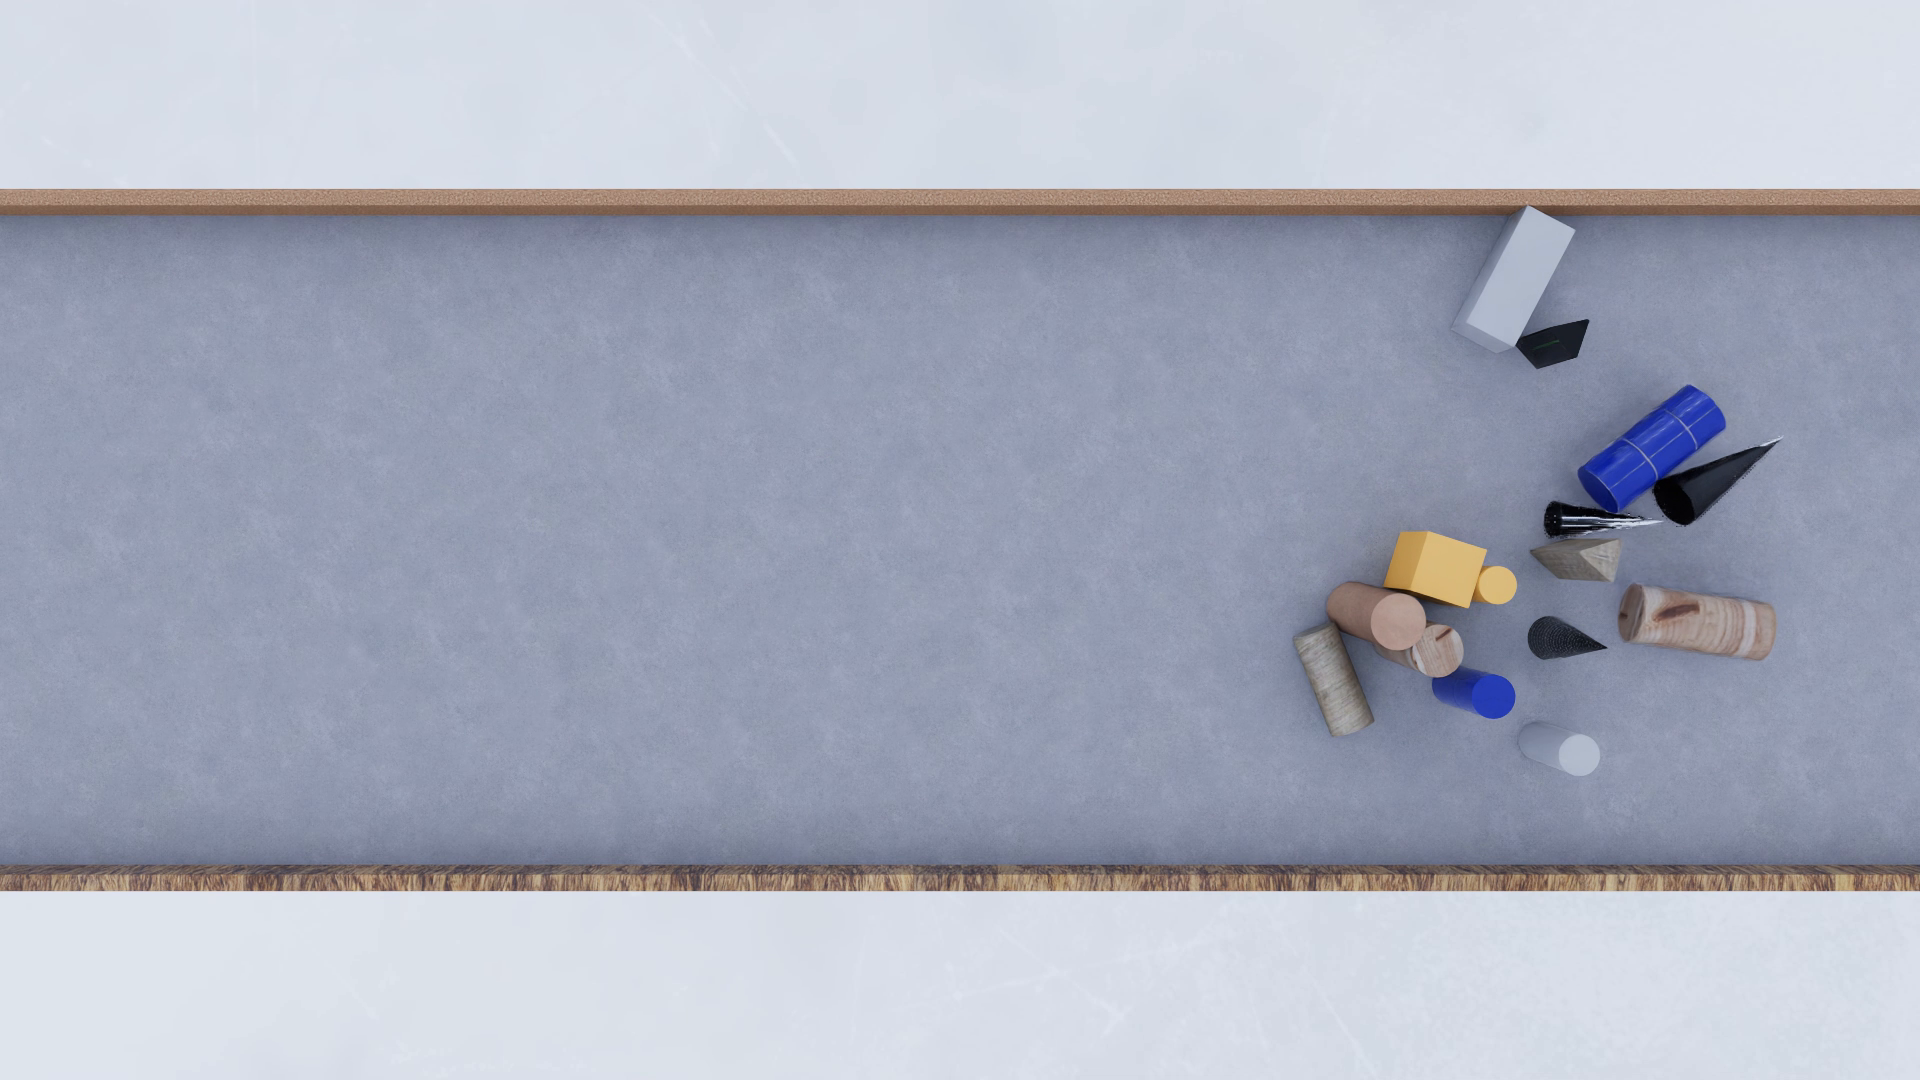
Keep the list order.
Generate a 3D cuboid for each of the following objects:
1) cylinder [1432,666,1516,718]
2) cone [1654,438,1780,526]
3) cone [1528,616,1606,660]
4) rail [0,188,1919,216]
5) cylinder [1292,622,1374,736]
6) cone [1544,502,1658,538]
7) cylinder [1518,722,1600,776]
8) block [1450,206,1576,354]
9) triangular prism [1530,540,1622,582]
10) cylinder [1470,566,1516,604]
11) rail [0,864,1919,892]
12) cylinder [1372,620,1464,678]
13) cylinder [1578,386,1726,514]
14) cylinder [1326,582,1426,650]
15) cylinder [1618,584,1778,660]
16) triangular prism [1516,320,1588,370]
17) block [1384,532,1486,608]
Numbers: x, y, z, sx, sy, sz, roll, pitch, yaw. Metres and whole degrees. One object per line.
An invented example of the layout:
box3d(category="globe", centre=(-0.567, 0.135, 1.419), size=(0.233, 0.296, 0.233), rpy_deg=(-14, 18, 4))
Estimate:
box3d(category="cylinder", centre=(1.515, 0.446, 4.881), size=(0.126, 0.392, 0.126), rpy_deg=(0, 90, 0))
box3d(category="cone", centre=(2.349, -0.216, 5.037), size=(0.431, 0.161, 0.161), rpy_deg=(-29, 90, -11))
box3d(category="cone", centre=(1.816, 0.303, 4.848), size=(0.138, 0.456, 0.138), rpy_deg=(0, 90, 0))
box3d(category="rail", centre=(-2.247, -1.025, 5.002), size=(12.000, 0.150, 0.050), rpy_deg=(0, 90, 0))
box3d(category="cylinder", centre=(1.133, 0.422, 5.007), size=(0.139, 0.139, 0.320), rpy_deg=(-22, 90, 0))
box3d(category="cone", centre=(1.987, -0.059, 5.049), size=(0.363, 0.111, 0.111), rpy_deg=(1, 90, -9))
box3d(category="cylinder", centre=(1.780, 0.618, 4.908), size=(0.119, 0.337, 0.119), rpy_deg=(0, 90, 0))
box3d(category="block", centre=(1.672, -0.786, 4.996), size=(0.161, 0.161, 0.395), rpy_deg=(28, 90, 0))
box3d(category="triangular prism", centre=(1.836, 0.037, 4.871), size=(0.125, 0.411, 0.108), rpy_deg=(42, 90, 0))
box3d(category="cylinder", centre=(1.550, 0.130, 4.915), size=(0.109, 0.322, 0.109), rpy_deg=(0, 90, 0))
box3d(category="rail", centre=(-2.247, 1.025, 5.001), size=(12.000, 0.150, 0.050), rpy_deg=(0, 90, 0))
box3d(category="cylinder", centre=(1.355, 0.307, 4.898), size=(0.153, 0.340, 0.153), rpy_deg=(0, 94, -5))
box3d(category="cylinder", centre=(2.090, -0.275, 4.990), size=(0.409, 0.172, 0.172), rpy_deg=(-38, 90, 0))
box3d(category="cylinder", centre=(1.225, 0.220, 4.874), size=(0.163, 0.388, 0.163), rpy_deg=(0, 94, -6))
box3d(category="cylinder", centre=(2.228, 0.247, 4.989), size=(0.402, 0.176, 0.176), rpy_deg=(8, 90, 0))
box3d(category="triangular prism", centre=(1.778, -0.602, 4.919), size=(0.101, 0.315, 0.116), rpy_deg=(-42, 90, 0))
box3d(category="block", centre=(1.414, 0.086, 4.925), size=(0.178, 0.303, 0.178), rpy_deg=(18, 90, 0))
